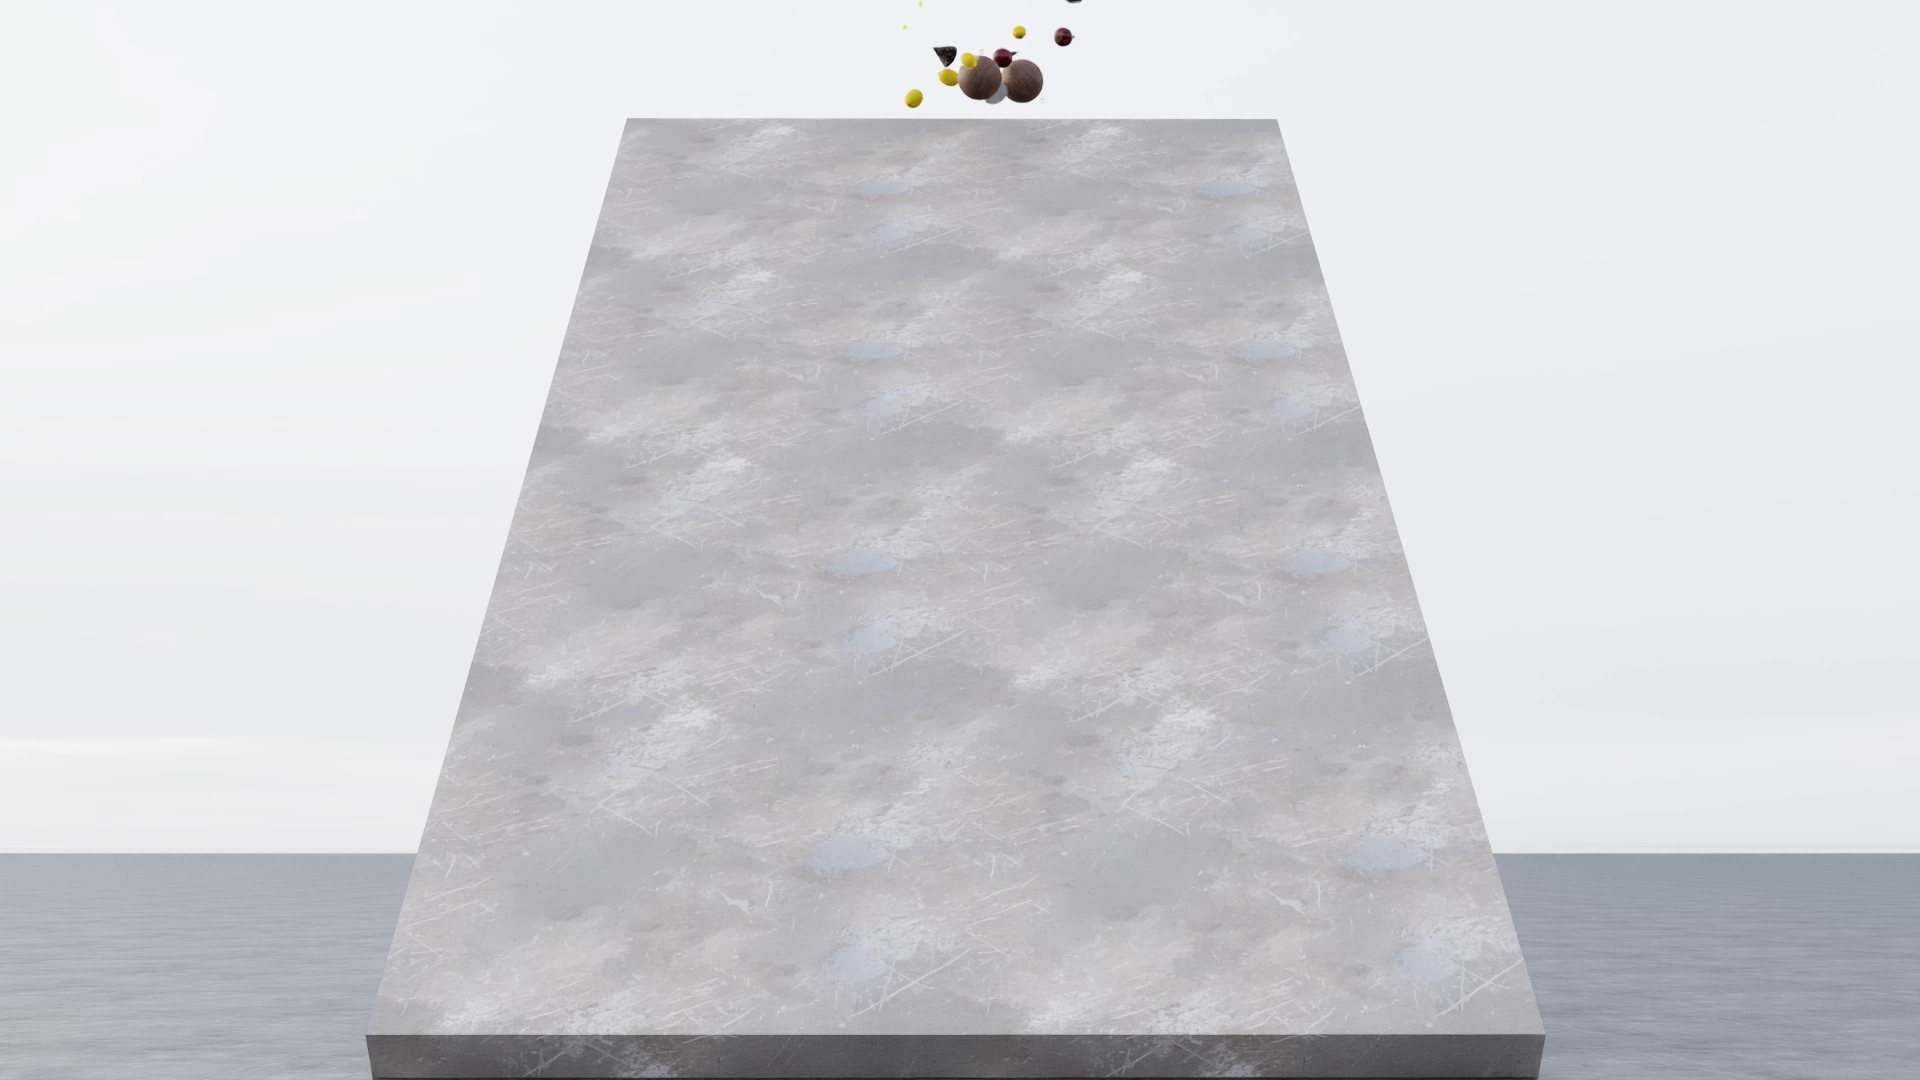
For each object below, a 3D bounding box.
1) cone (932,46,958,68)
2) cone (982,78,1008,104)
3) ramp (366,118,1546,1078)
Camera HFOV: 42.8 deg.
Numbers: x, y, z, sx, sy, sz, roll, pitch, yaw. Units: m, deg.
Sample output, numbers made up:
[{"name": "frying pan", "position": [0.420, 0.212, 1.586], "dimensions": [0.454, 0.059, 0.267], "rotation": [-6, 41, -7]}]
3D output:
[{"name": "cone", "position": [-0.057, -1.476, 7.404], "dimensions": [0.069, 0.069, 0.069], "rotation": [23, -19, -34]}, {"name": "cone", "position": [0.094, -1.343, 7.248], "dimensions": [0.078, 0.078, 0.078], "rotation": [-11, -42, -10]}, {"name": "ramp", "position": [-0.015, -0.187, 5.867], "dimensions": [2.000, 0.100, 4.000], "rotation": [0, 32, 0]}]
